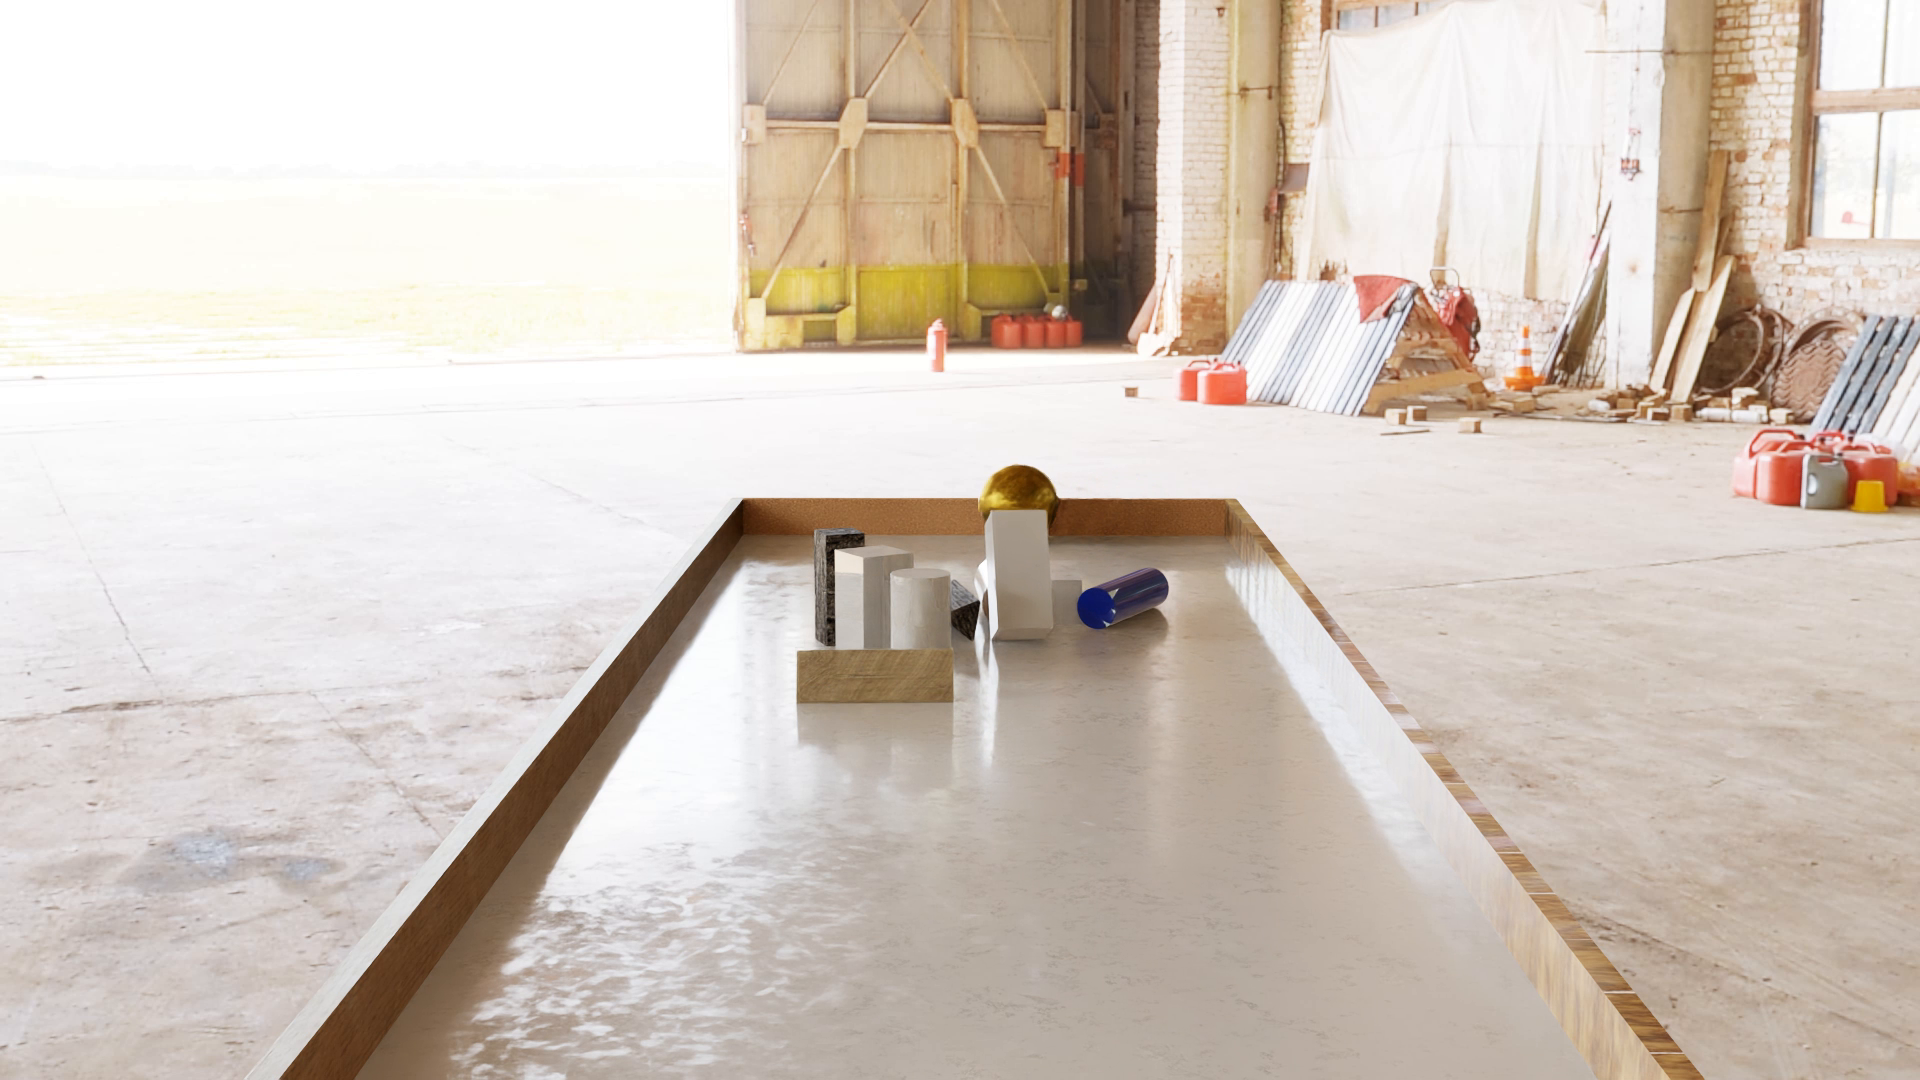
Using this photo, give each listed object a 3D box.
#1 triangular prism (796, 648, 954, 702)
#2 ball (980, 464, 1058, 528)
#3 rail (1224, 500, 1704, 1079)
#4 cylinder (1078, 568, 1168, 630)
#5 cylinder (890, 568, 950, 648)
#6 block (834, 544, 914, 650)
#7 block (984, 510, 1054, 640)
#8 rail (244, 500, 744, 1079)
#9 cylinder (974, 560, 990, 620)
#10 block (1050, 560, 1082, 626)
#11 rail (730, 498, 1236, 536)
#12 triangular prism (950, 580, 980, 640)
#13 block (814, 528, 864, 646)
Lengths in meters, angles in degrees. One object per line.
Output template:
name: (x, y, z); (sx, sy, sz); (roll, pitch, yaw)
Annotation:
triangular prism: (-0.239, 0.373, 6.202); (0.440, 0.135, 0.156); (0, 9, -1)
ball: (0.242, -0.151, 8.951); (0.317, 0.317, 0.317); (0, 9, 0)
rail: (1.046, 0.843, 3.208); (0.050, 0.150, 12.000); (0, 9, 1)
cylinder: (0.549, 0.193, 7.355); (0.137, 0.137, 0.443); (5, 10, 28)
cylinder: (-0.114, 0.251, 6.432); (0.177, 0.312, 0.177); (0, 9, 0)
block: (-0.260, 0.200, 6.674); (0.174, 0.336, 0.174); (-6, 11, -31)
block: (0.185, 0.111, 6.973); (0.175, 0.379, 0.175); (-1, -15, -7)
rail: (-1.004, 0.839, 3.234); (0.050, 0.150, 12.000); (0, 9, 1)
cylinder: (0.147, 0.172, 7.375); (0.172, 0.172, 0.413); (0, 9, -3)
block: (0.324, 0.176, 7.418); (0.151, 0.151, 0.388); (0, 9, 0)
rail: (0.099, -0.098, 9.147); (2.100, 0.150, 0.050); (0, 9, 1)
triangular prism: (-0.011, 0.206, 7.154); (0.132, 0.114, 0.388); (39, 0, -15)
block: (-0.380, 0.147, 6.954); (0.127, 0.353, 0.127); (-3, 10, -21)
